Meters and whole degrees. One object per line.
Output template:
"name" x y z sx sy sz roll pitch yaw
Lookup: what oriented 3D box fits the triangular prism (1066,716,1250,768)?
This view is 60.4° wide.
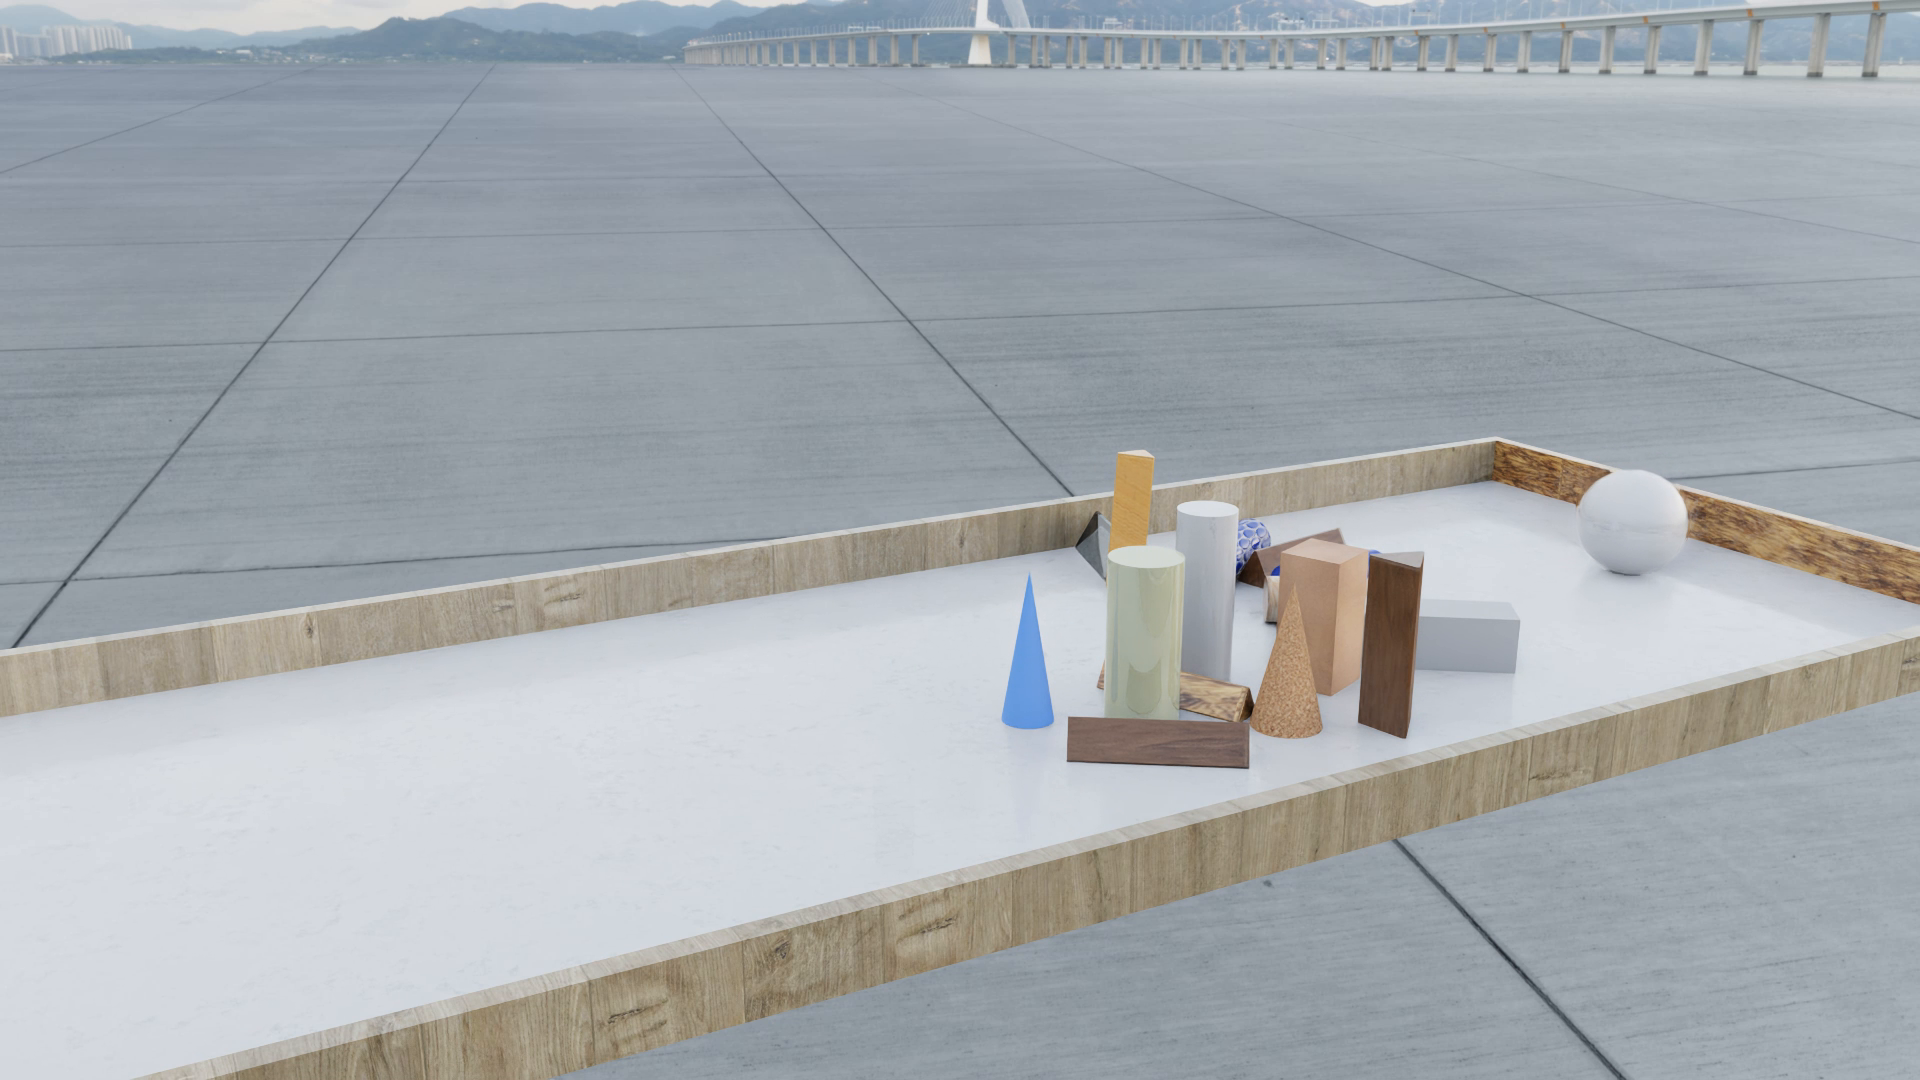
"triangular prism" 0.442 0.442 3.688 0.402 0.087 0.100 2 17 5

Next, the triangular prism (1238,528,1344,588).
"triangular prism" 1.022 0.047 4.997 0.392 0.106 0.122 -13 21 -38

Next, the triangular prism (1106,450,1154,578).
"triangular prism" 0.510 -0.061 4.843 0.108 0.401 0.094 9 15 19

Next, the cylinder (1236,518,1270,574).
"cylinder" 0.810 0.041 4.976 0.134 0.134 0.356 10 19 30

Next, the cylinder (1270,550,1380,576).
"cylinder" 1.067 0.111 4.759 0.340 0.123 0.123 -9 19 -28

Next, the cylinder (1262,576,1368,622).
"cylinder" 1.029 0.167 4.560 0.366 0.128 0.128 1 16 4

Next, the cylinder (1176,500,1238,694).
"cylinder" 0.603 0.141 4.074 0.149 0.452 0.149 0 16 0

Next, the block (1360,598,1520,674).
"block" 1.222 0.244 4.268 0.401 0.145 0.145 2 16 7

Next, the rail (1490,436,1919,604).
"rail" 2.466 -0.048 5.253 0.050 0.150 2.100 -9 18 -27

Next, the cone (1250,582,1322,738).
"cone" 0.766 0.263 3.828 0.170 0.356 0.170 0 16 0

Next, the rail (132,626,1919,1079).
"rail" -2.336 1.006 1.665 12.000 0.150 0.050 -9 18 -27

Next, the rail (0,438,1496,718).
"rail" -3.305 0.497 3.399 12.000 0.150 0.050 -9 18 -27

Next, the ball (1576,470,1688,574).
"ball" 2.030 -0.056 4.986 0.316 0.316 0.316 0 16 0

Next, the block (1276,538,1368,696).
"block" 0.898 0.190 4.105 0.158 0.340 0.158 13 21 37

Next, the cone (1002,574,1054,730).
"cone" 0.161 0.247 3.858 0.126 0.370 0.126 0 16 0

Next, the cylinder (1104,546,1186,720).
"cylinder" 0.432 0.229 3.873 0.179 0.397 0.179 0 16 0

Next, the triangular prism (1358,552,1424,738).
"triangular prism" 1.024 0.235 3.823 0.114 0.413 0.132 -13 21 -38
